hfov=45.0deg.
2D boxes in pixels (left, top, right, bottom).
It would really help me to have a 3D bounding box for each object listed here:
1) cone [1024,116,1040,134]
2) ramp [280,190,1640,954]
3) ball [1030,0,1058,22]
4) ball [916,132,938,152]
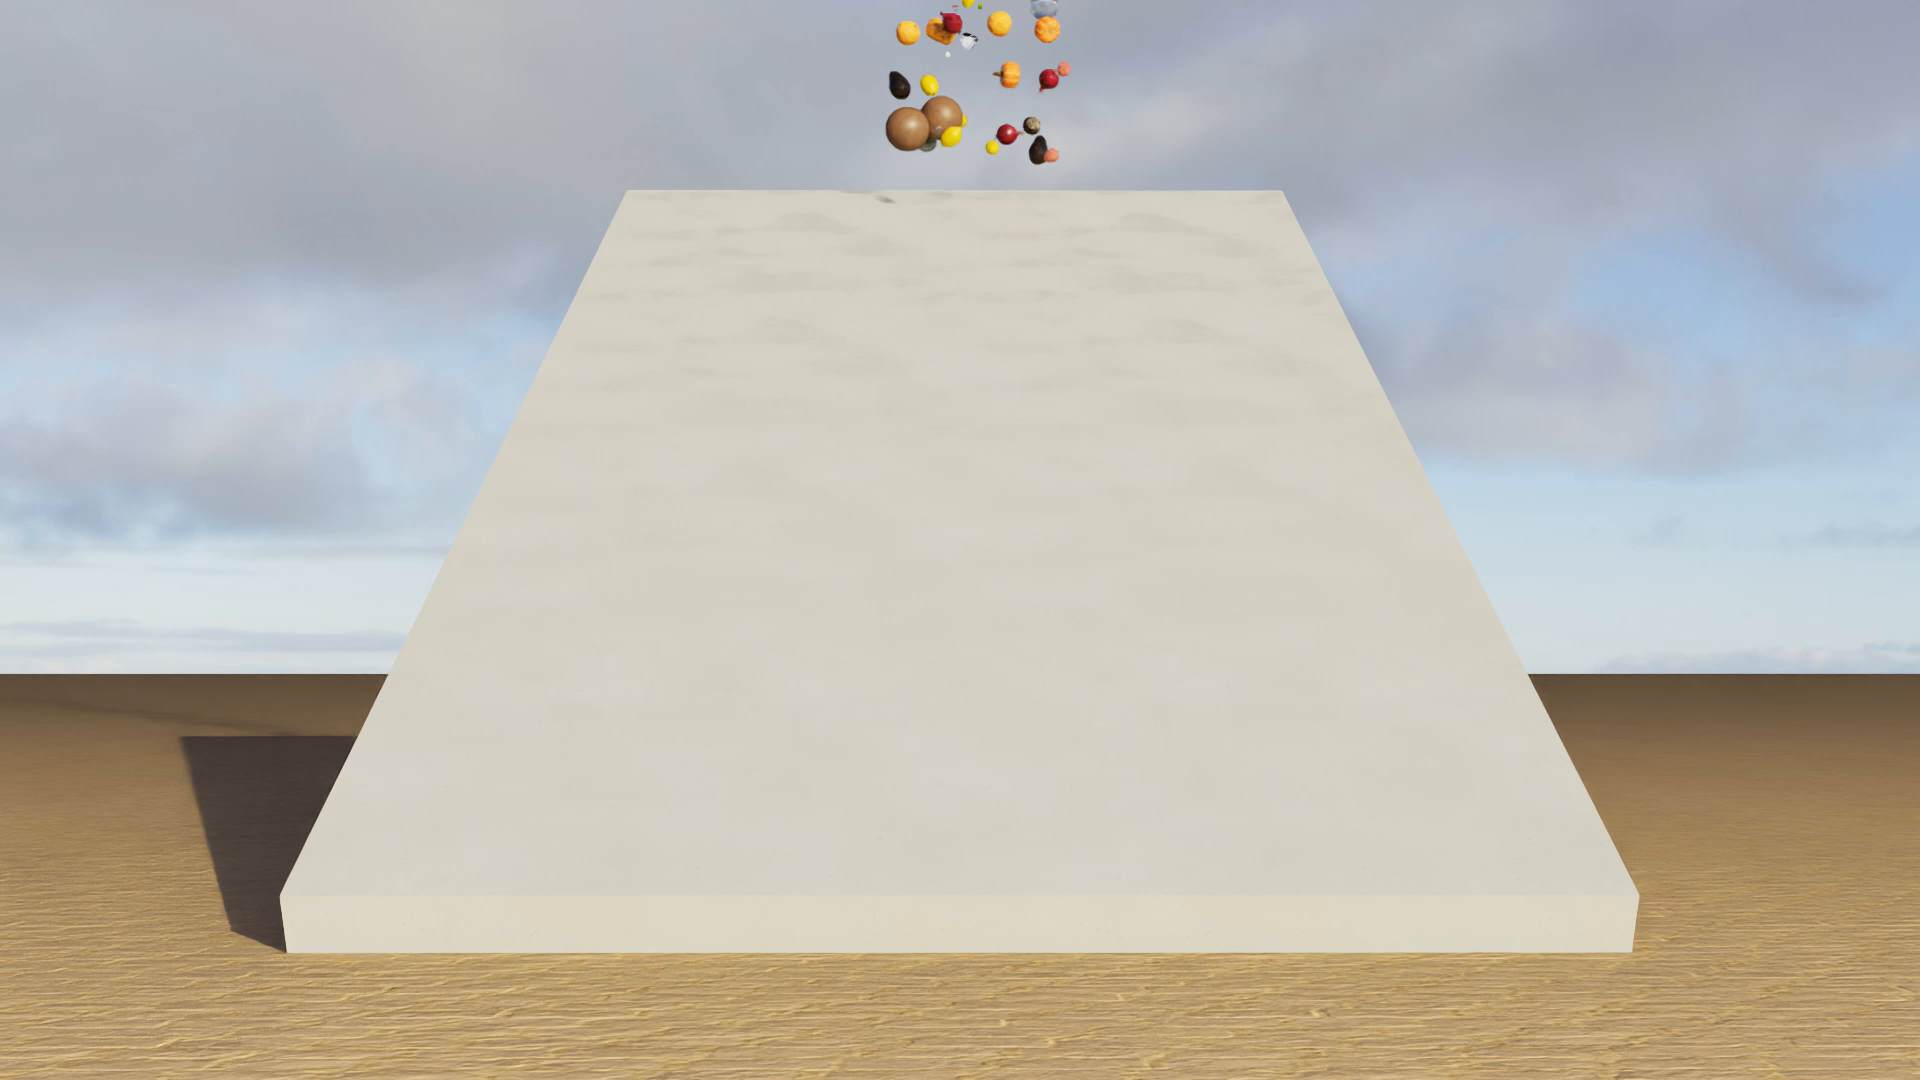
[{"bbox_3d":[0.204,-1.199,6.723,0.053,0.053,0.053,-1,17,13],"label":"cone"},{"bbox_3d":[-0.008,-0.227,5.263,2.000,0.100,4.000,0,23,0],"label":"ramp"},{"bbox_3d":[0.248,-1.571,6.823,0.086,0.086,0.086,0,-3,0],"label":"ball"},{"bbox_3d":[-0.099,-1.187,6.907,0.062,0.062,0.062,0,-3,0],"label":"ball"}]
